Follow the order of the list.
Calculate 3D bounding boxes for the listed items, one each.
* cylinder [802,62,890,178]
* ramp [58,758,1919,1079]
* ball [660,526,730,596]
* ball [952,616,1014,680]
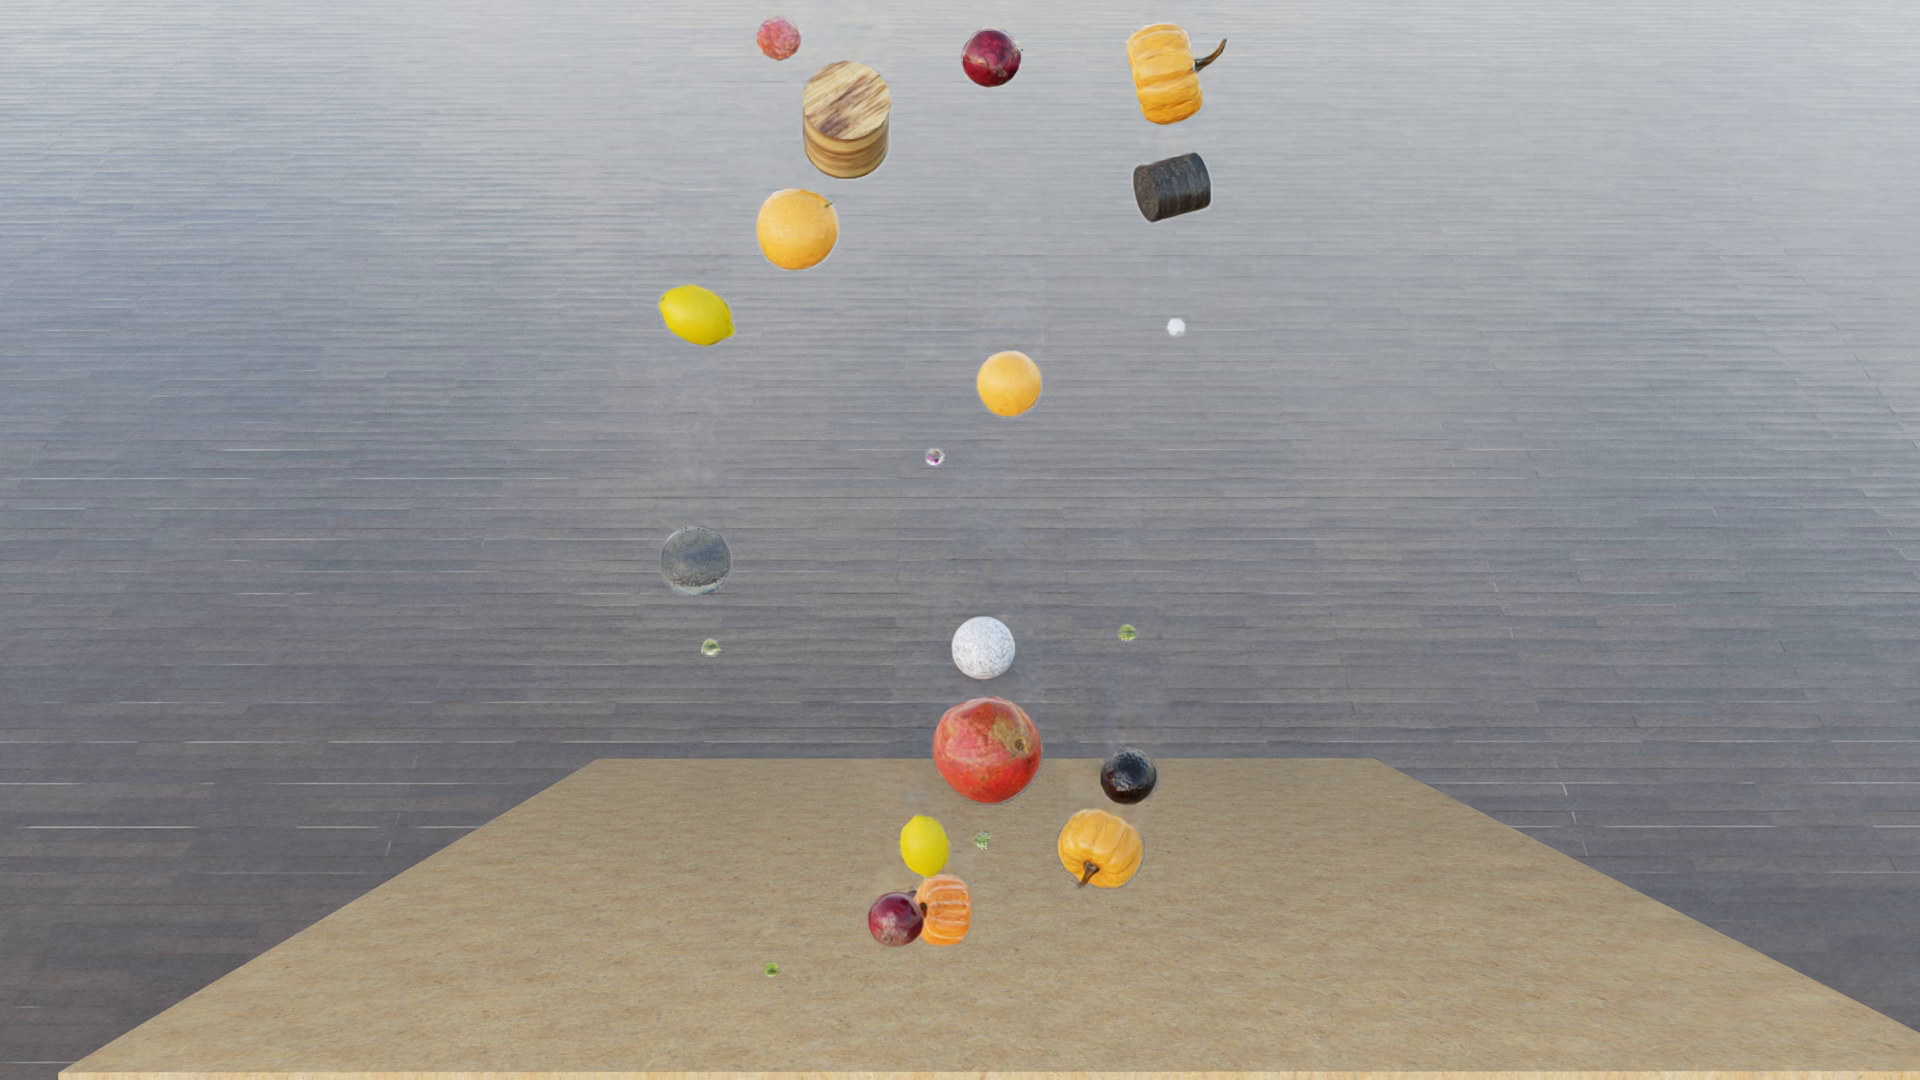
[{"bbox_3d":[-0.104,-0.383,2.363,0.079,0.079,0.079,1,71,-2],"label":"cylinder"},{"bbox_3d":[0.068,0.606,4.672,2.000,0.100,4.000,0,0,0],"label":"ramp"},{"bbox_3d":[-0.256,0.020,2.508,0.068,0.068,0.068,0,31,0],"label":"ball"},{"bbox_3d":[0.025,0.113,2.716,0.066,0.066,0.066,0,31,0],"label":"ball"}]
